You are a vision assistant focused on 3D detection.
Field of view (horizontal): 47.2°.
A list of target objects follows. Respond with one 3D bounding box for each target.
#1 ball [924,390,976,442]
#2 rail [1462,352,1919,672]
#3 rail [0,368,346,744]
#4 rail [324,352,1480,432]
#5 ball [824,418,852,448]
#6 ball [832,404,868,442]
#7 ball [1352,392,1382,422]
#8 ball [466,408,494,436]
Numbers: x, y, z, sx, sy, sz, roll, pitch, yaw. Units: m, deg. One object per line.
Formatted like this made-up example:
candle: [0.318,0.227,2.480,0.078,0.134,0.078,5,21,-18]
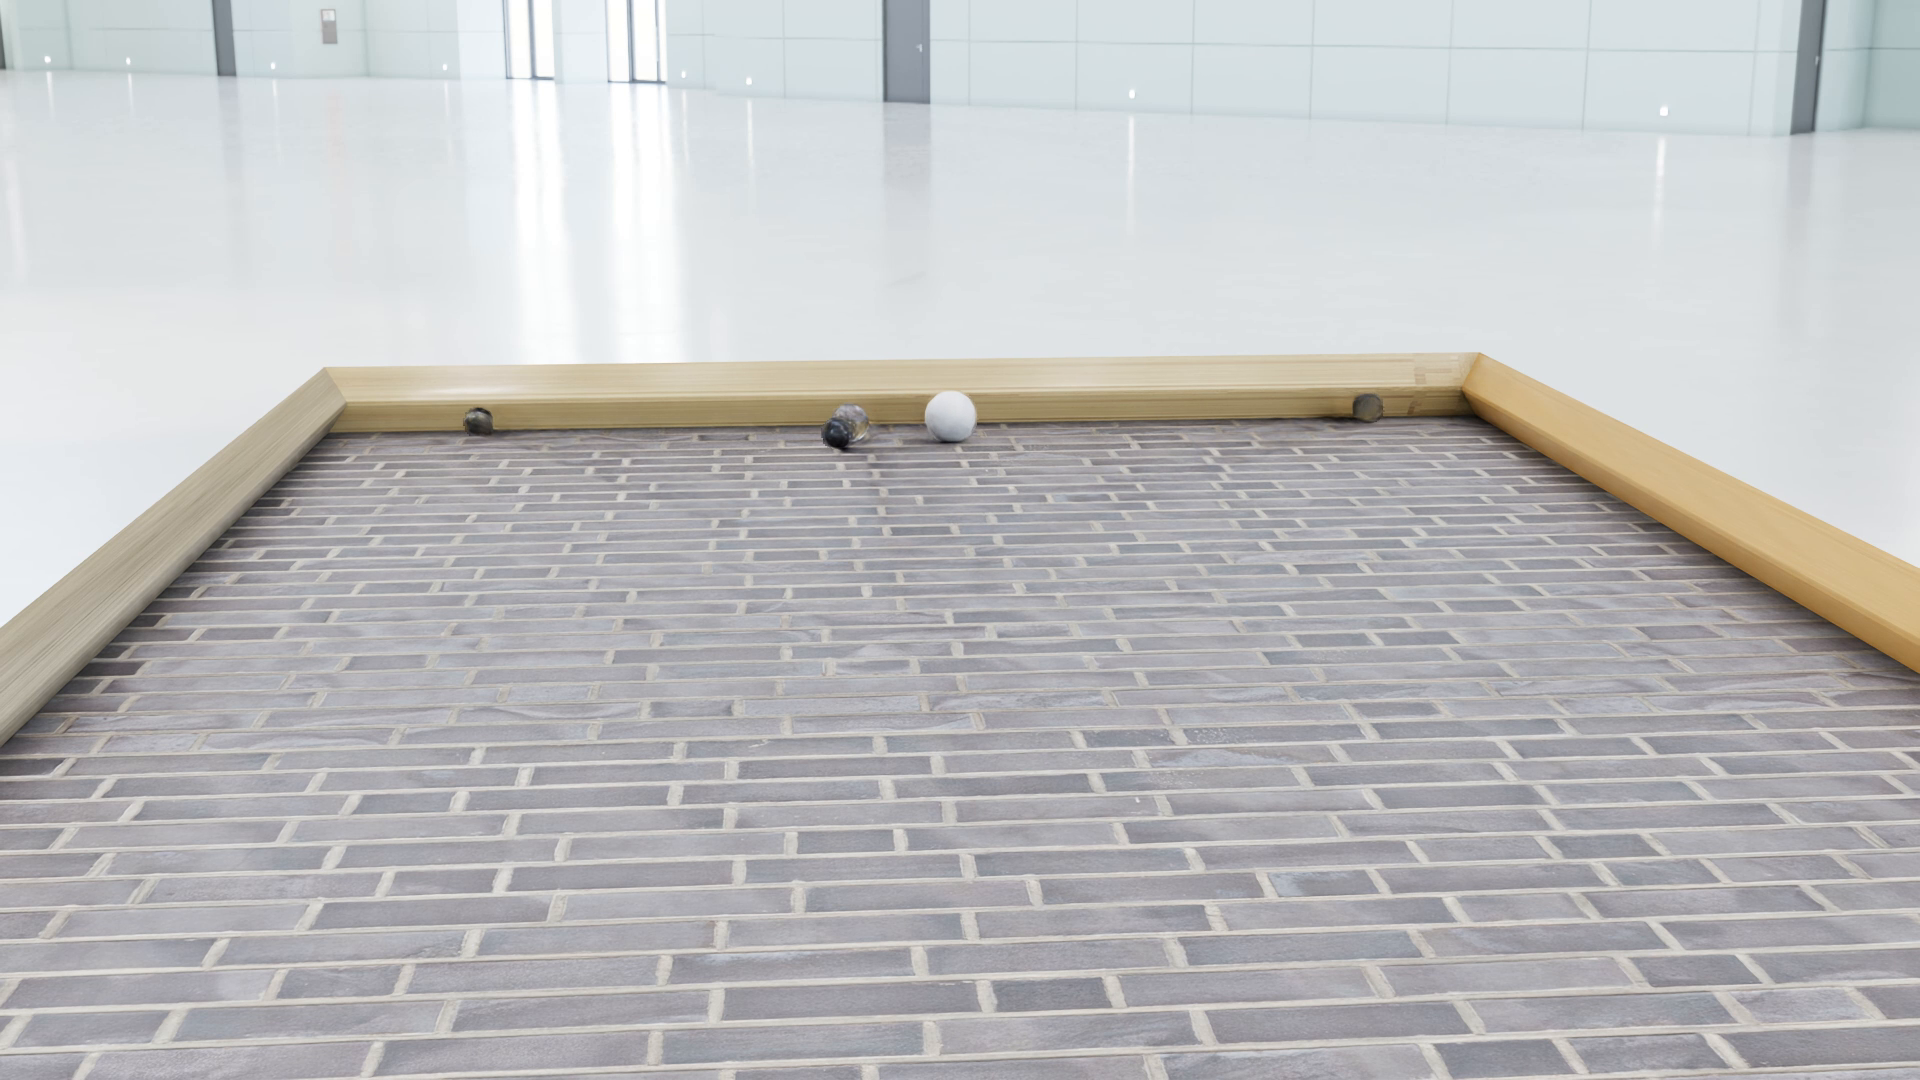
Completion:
ball: [-0.017,-0.215,3.821,0.089,0.089,0.089,0,14,0]
rail: [1.103,0.189,2.102,0.045,0.116,4.060,-1,14,-5]
rail: [-0.936,0.228,1.939,0.045,0.116,4.060,-1,14,-5]
rail: [-0.081,-0.264,3.963,2.093,0.116,0.045,-1,14,-5]
ball: [-0.209,-0.183,3.771,0.050,0.050,0.050,0,14,0]
ball: [-0.191,-0.204,3.827,0.065,0.065,0.065,0,14,0]
ball: [0.741,-0.241,4.002,0.054,0.054,0.054,0,14,0]
ball: [-0.848,-0.209,3.882,0.049,0.049,0.049,0,14,0]
